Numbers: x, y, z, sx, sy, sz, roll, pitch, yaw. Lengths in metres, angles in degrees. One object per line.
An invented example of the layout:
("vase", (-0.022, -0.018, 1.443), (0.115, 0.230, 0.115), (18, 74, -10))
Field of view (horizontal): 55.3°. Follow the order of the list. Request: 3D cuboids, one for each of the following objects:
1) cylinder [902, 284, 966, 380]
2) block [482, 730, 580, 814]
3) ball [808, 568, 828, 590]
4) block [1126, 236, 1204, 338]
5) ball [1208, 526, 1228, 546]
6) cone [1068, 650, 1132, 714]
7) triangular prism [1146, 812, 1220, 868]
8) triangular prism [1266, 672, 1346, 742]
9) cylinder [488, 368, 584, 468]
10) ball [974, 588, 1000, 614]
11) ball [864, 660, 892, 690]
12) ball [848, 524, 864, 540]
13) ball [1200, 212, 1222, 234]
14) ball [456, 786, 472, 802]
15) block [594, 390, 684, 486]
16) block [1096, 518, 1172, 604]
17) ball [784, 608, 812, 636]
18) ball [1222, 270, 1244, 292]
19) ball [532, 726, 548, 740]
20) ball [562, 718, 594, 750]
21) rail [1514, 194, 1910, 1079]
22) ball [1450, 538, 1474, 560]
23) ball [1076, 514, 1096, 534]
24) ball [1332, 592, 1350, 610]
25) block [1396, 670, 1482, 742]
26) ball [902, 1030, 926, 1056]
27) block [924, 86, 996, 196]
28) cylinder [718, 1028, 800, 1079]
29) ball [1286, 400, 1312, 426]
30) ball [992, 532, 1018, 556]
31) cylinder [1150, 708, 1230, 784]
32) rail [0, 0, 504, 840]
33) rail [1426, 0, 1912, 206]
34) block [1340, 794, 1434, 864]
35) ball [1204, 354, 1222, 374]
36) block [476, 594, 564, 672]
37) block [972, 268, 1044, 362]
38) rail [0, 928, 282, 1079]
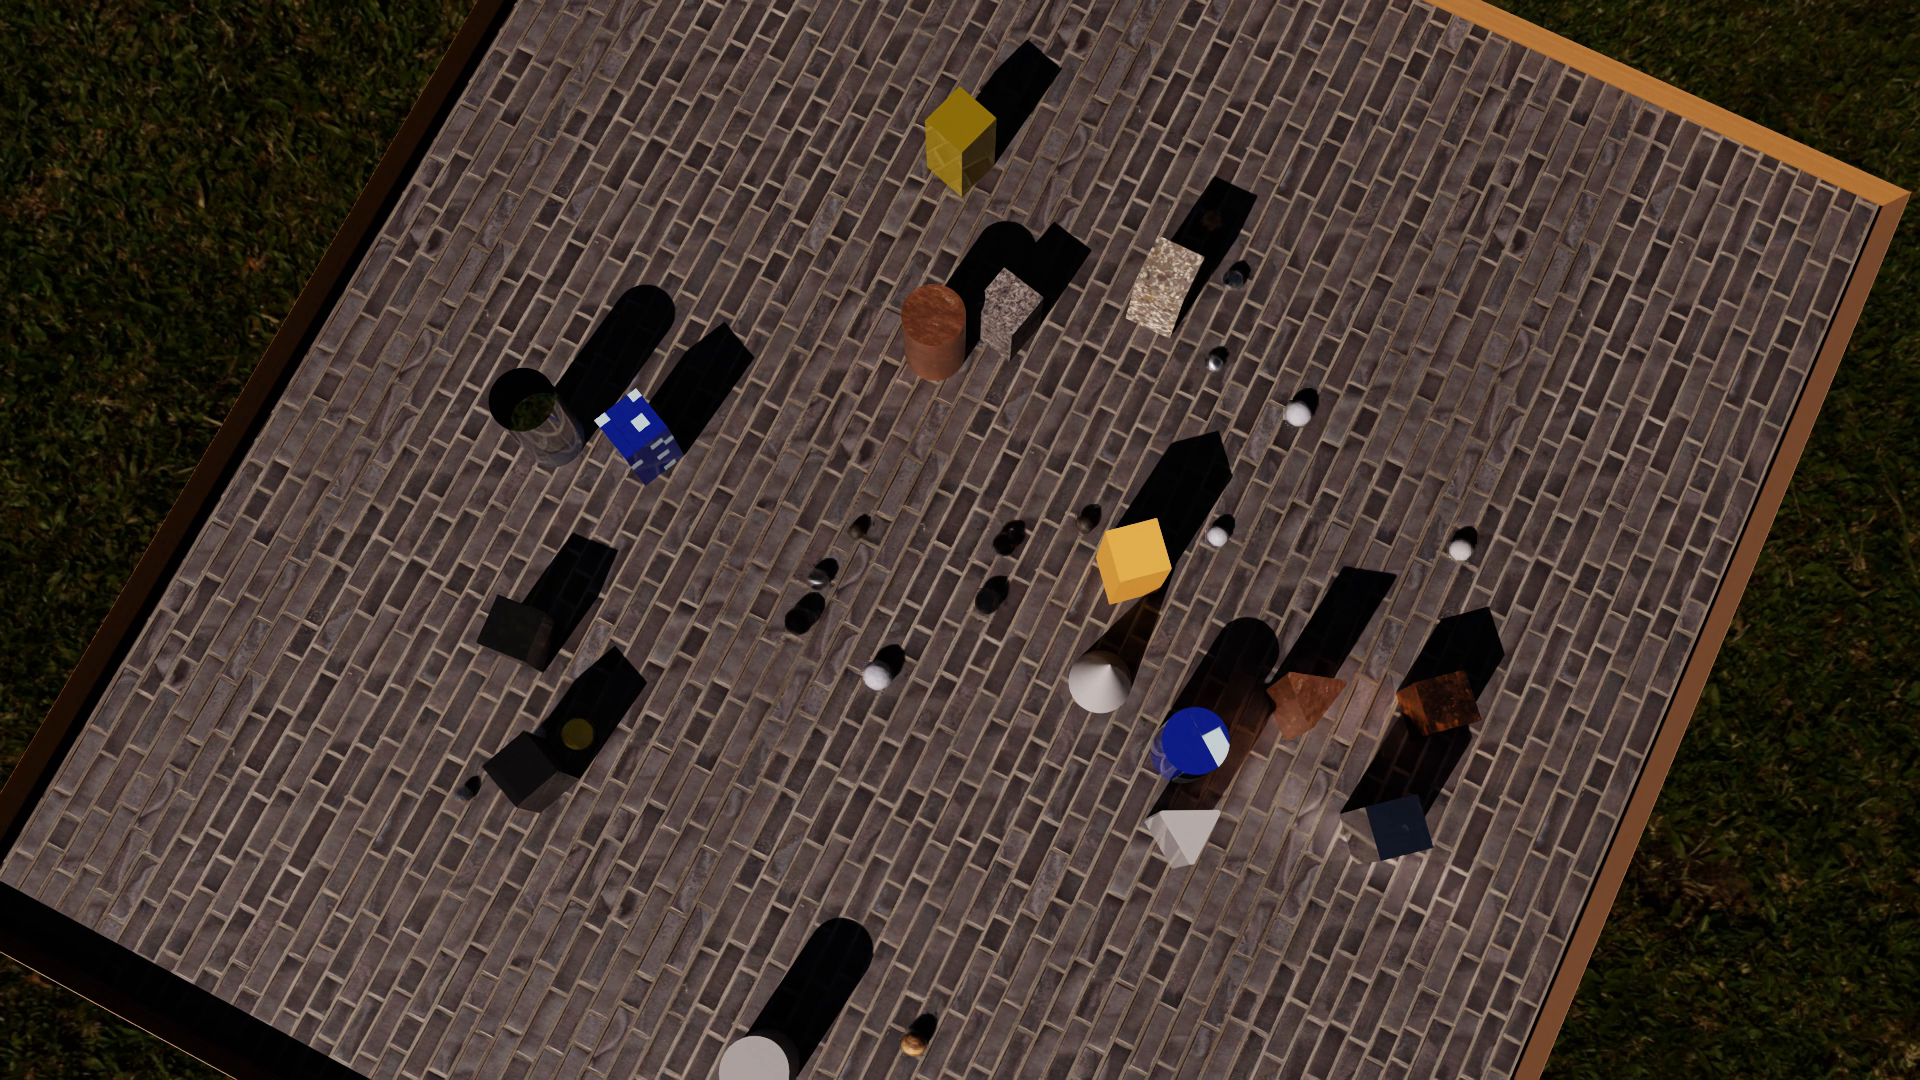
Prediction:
("cylinder", (-0.078, -0.626, 5.564), (0.191, 0.356, 0.191), (0, 78, 0))
("block", (-1.242, 0.676, 5.321), (0.153, 0.304, 0.153), (-41, 81, -8))
("ball", (-0.430, 0.120, 5.558), (0.065, 0.065, 0.065), (0, 78, 0))
("block", (0.623, -0.768, 5.594), (0.153, 0.356, 0.153), (26, 79, 5))
("ball", (0.787, -0.013, 5.586), (0.065, 0.065, 0.065), (0, 78, 0))
("cone", (0.423, 0.389, 5.342), (0.191, 0.380, 0.191), (0, 78, 0))
("triangular prism", (0.652, 0.823, 5.228), (0.144, 0.426, 0.166), (-30, 80, -6))
("triangular prism", (0.975, 0.456, 5.319), (0.144, 0.397, 0.166), (38, 81, 7))
("cylinder", (-1.259, -0.360, 5.474), (0.191, 0.425, 0.191), (0, 78, 0))
("ball", (0.082, 0.186, 5.539), (0.077, 0.077, 0.077), (0, 78, 0))
("ball", (-0.245, 0.406, 5.487), (0.089, 0.089, 0.089), (0, 78, 0))
("ball", (-0.317, -0.026, 5.596), (0.051, 0.051, 0.051), (0, 78, 0))
("ball", (0.794, -1.002, 5.790), (0.066, 0.066, 0.066), (0, 78, 0))
("ball", (-1.470, 0.754, 5.435), (0.049, 0.049, 0.049), (0, 78, 0))
("block", (-0.960, -0.305, 5.510), (0.153, 0.333, 0.153), (-39, 81, -7))
("block", (0.509, 0.067, 5.408), (0.153, 0.380, 0.153), (-14, 79, -3))
("ball", (-0.488, 0.246, 5.522), (0.085, 0.085, 0.085), (0, 78, 0))
("ball", (0.857, -0.814, 5.750), (0.068, 0.068, 0.068), (0, 78, 0))
("ball", (-1.254, 0.582, 5.472), (0.047, 0.047, 0.047), (0, 78, 0))
("ball", (-1.136, 0.577, 5.448), (0.096, 0.096, 0.096), (0, 78, 0))
("rail", (1.912, 0.943, 5.357), (0.045, 0.124, 4.624), (26, 80, 5))
("ball", (1.525, 0.029, 5.575), (0.070, 0.070, 0.070), (0, 78, 0))
("ball", (0.382, -0.049, 5.595), (0.061, 0.061, 0.061), (0, 78, 0))
("ball", (1.156, 0.185, 5.551), (0.053, 0.053, 0.053), (0, 78, 0))
("block", (1.407, 0.489, 5.395), (0.153, 0.236, 0.153), (-15, 79, -3))
("ball", (-0.132, 1.450, 5.279), (0.072, 0.072, 0.072), (0, 78, 0))
("block", (0.002, -1.233, 5.694), (0.153, 0.348, 0.153), (43, 81, 8))
("cylinder", (-0.559, 1.479, 5.140), (0.191, 0.333, 0.191), (0, 78, 0))
("ball", (1.046, -0.390, 5.656), (0.081, 0.081, 0.081), (0, 78, 0))
("ball", (0.137, 0.012, 5.576), (0.074, 0.074, 0.074), (0, 78, 0))
("cylinder", (0.665, 0.599, 5.325), (0.191, 0.328, 0.191), (0, 78, 0))
("rail", (-1.912, -0.929, 5.744), (0.045, 0.124, 4.624), (26, 80, 5))
("rail", (1.023, -1.998, 5.965), (4.322, 0.124, 0.045), (26, 80, 5))
("block", (1.220, 0.834, 5.264), (0.153, 0.353, 0.153), (-14, 79, -3))
("ball", (0.788, -0.548, 5.700), (0.058, 0.058, 0.058), (0, 78, 0))
("block", (-1.301, 0.280, 5.432), (0.153, 0.248, 0.153), (21, 79, 4))
("block", (0.144, -0.689, 5.625), (0.153, 0.263, 0.153), (39, 81, 7))
("rail", (-1.023, 2.011, 5.136), (4.322, 0.124, 0.045), (26, 80, 5))
